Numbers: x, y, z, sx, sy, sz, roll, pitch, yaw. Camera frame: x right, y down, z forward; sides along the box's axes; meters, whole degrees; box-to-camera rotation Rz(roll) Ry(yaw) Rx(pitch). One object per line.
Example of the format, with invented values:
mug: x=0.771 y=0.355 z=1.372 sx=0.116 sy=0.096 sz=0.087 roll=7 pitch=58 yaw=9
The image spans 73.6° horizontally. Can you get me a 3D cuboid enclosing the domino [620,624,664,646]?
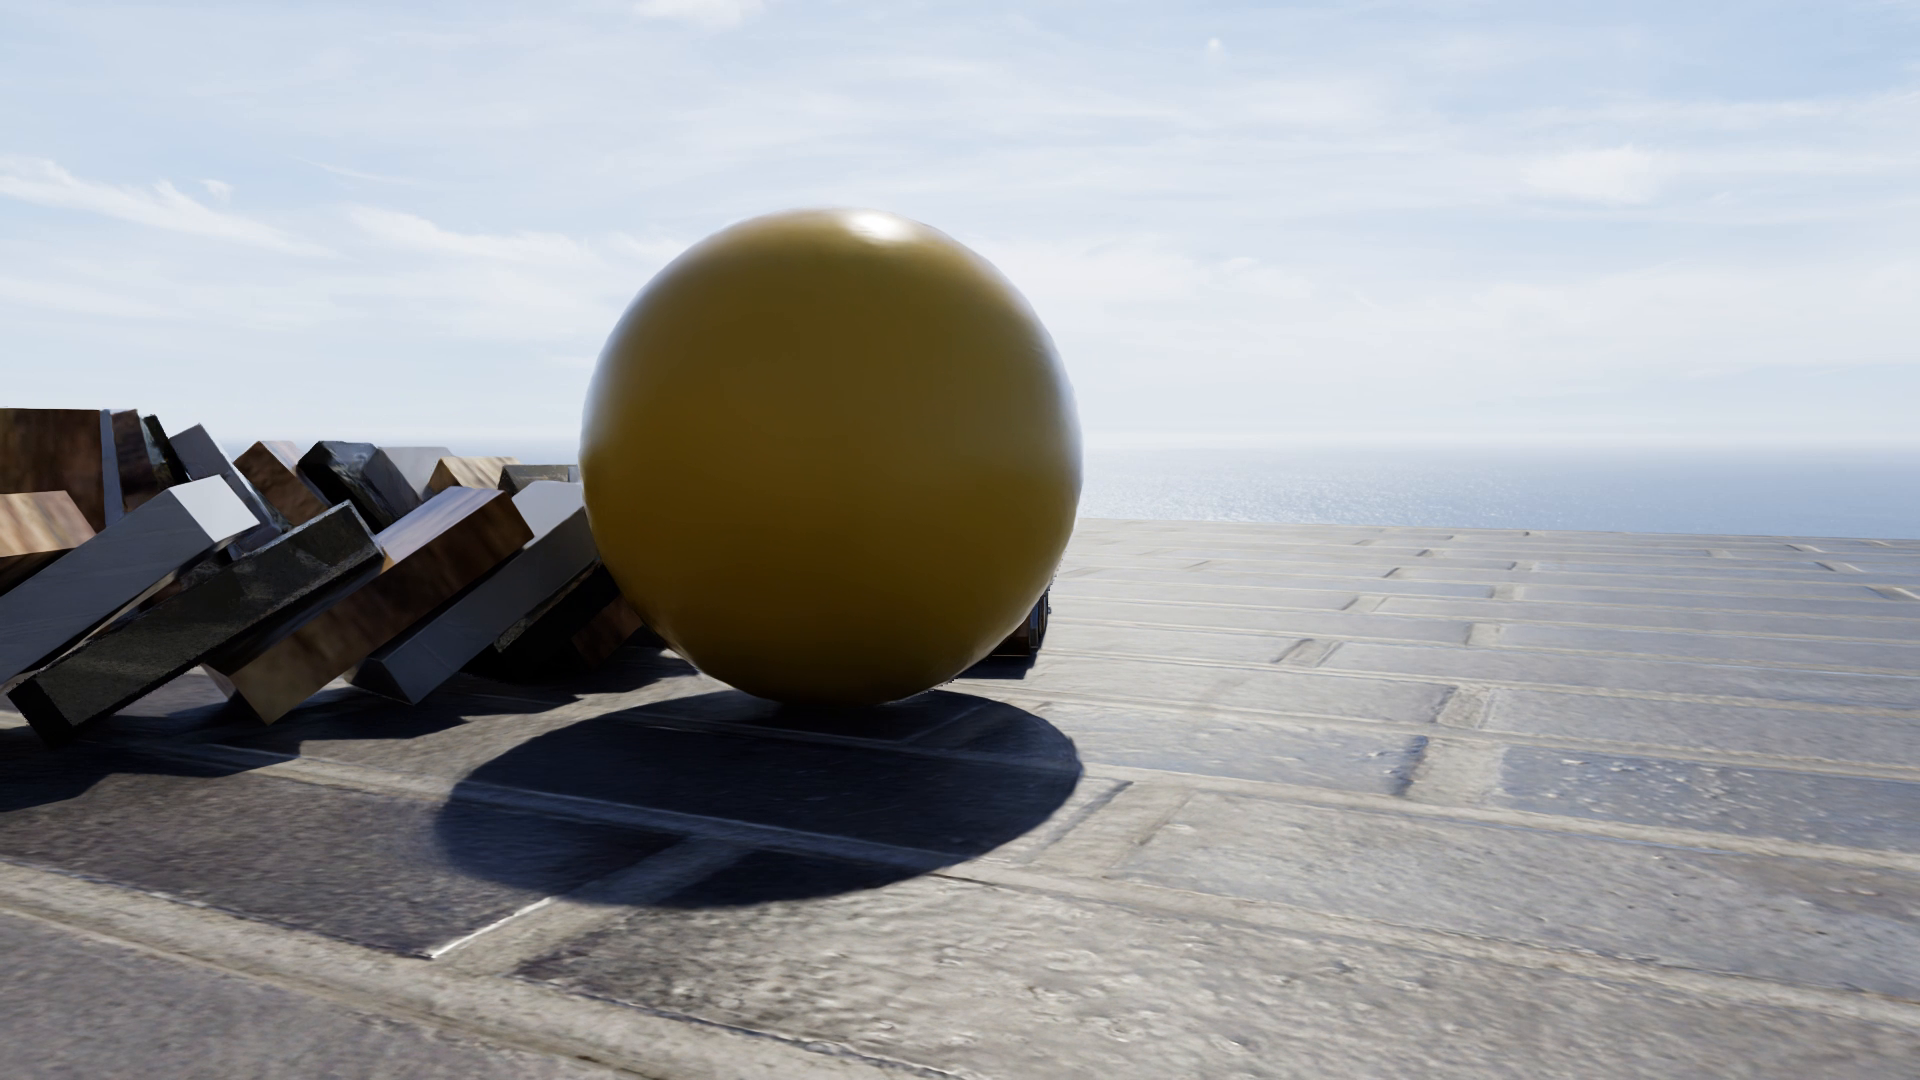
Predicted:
domino: x=-0.074 y=0.003 z=0.285 sx=0.025 sy=0.009 sz=0.050 roll=0 pitch=39 yaw=-2

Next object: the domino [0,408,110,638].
domino: x=-0.201 y=-0.003 z=0.277 sx=0.010 sy=0.050 sz=0.025 roll=4 pitch=6 yaw=45

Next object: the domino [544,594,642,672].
domino: x=-0.067 y=0.005 z=0.260 sx=0.025 sy=0.009 sz=0.050 roll=4 pitch=39 yaw=37

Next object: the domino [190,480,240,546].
domino: x=-0.245 y=-0.008 z=0.425 sx=0.050 sy=0.009 sz=0.025 roll=36 pitch=-13 yaw=-23

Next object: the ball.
ball: x=-0.020 y=-0.013 z=0.207 sx=0.080 sy=0.080 sz=0.080 roll=0 pitch=4 yaw=0

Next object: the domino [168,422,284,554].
domino: x=-0.195 y=-0.008 z=0.349 sx=0.010 sy=0.050 sz=0.025 roll=-35 pitch=19 yaw=-21

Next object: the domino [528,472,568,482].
domino: x=-0.128 y=-0.008 z=0.455 sx=0.050 sy=0.010 sz=0.025 roll=31 pitch=14 yaw=15

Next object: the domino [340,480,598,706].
domino: x=-0.086 y=0.008 z=0.229 sx=0.025 sy=0.009 sz=0.050 roll=6 pitch=39 yaw=41

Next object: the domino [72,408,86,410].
domino: x=-0.211 y=-0.004 z=0.289 sx=0.025 sy=0.050 sz=0.009 roll=-3 pitch=9 yaw=-28

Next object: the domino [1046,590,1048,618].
domino: x=0.009 y=-0.005 z=0.323 sx=0.025 sy=0.050 sz=0.010 roll=0 pitch=-28 yaw=2

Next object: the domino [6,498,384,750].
domino: x=-0.115 y=0.011 z=0.197 sx=0.050 sy=0.009 sz=0.025 roll=-34 pitch=17 yaw=-19

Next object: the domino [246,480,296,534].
domino: x=-0.229 y=-0.009 z=0.435 sx=0.050 sy=0.010 sz=0.025 roll=35 pitch=-8 yaw=-16

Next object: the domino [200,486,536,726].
domino: x=-0.099 y=0.009 z=0.214 sx=0.025 sy=0.009 sz=0.050 roll=6 pitch=39 yaw=48

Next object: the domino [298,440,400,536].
domino: x=-0.162 y=-0.007 z=0.367 sx=0.010 sy=0.050 sz=0.025 roll=-43 pitch=-2 yaw=7

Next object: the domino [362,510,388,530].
domino: x=-0.209 y=-0.008 z=0.442 sx=0.050 sy=0.009 sz=0.025 roll=33 pitch=-4 yaw=-14

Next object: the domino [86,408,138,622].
domino: x=-0.214 y=-0.006 z=0.306 sx=0.025 sy=0.050 sz=0.009 roll=0 pitch=11 yaw=6

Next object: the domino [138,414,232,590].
domino: x=-0.207 y=-0.008 z=0.337 sx=0.025 sy=0.050 sz=0.009 roll=4 pitch=28 yaw=46

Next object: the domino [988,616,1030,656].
domino: x=0.002 y=-0.001 z=0.266 sx=0.025 sy=0.050 sz=0.009 roll=0 pitch=-28 yaw=5

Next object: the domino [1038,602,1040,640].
domino: x=0.006 y=-0.003 z=0.289 sx=0.025 sy=0.050 sz=0.009 roll=0 pitch=-28 yaw=5

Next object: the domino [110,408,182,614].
domino: x=-0.213 y=-0.007 z=0.319 sx=0.025 sy=0.050 sz=0.010 roll=0 pitch=17 yaw=13

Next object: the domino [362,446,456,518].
domino: x=-0.145 y=-0.006 z=0.367 sx=0.050 sy=0.010 sz=0.025 roll=48 pitch=19 yaw=13

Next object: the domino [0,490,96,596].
domino: x=-0.151 y=0.011 z=0.179 sx=0.050 sy=0.009 sz=0.025 roll=-33 pitch=3 yaw=3

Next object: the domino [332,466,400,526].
domino: x=-0.191 y=-0.009 z=0.449 sx=0.050 sy=0.010 sz=0.025 roll=32 pitch=0 yaw=-8

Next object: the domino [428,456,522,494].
domino: x=-0.125 y=-0.004 z=0.361 sx=0.050 sy=0.009 sz=0.025 roll=45 pitch=26 yaw=23

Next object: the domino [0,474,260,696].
domino: x=-0.130 y=0.010 z=0.186 sx=0.050 sy=0.009 sz=0.025 roll=-36 pitch=15 yaw=-9

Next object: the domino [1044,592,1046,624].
domino: x=0.009 y=-0.004 z=0.311 sx=0.025 sy=0.050 sz=0.010 roll=0 pitch=-28 yaw=5

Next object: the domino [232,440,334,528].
domino: x=-0.178 y=-0.006 z=0.361 sx=0.010 sy=0.050 sz=0.025 roll=-43 pitch=10 yaw=-5

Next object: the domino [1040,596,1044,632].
domino: x=0.007 y=-0.004 z=0.300 sx=0.025 sy=0.050 sz=0.010 roll=0 pitch=-28 yaw=5

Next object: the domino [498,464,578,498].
domino: x=-0.105 y=-0.002 z=0.351 sx=0.025 sy=0.010 sz=0.050 roll=-4 pitch=41 yaw=-41

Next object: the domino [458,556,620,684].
domino: x=-0.076 y=0.006 z=0.245 sx=0.025 sy=0.009 sz=0.050 roll=4 pitch=39 yaw=37

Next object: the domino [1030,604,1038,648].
domino: x=0.005 y=-0.002 z=0.277 sx=0.025 sy=0.050 sz=0.010 roll=0 pitch=-28 yaw=5

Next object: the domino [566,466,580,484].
domino: x=-0.089 y=-0.001 z=0.339 sx=0.025 sy=0.009 sz=0.050 roll=-1 pitch=38 yaw=-22

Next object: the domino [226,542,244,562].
domino: x=-0.258 y=-0.007 z=0.415 sx=0.050 sy=0.009 sz=0.025 roll=38 pitch=-17 yaw=-28
